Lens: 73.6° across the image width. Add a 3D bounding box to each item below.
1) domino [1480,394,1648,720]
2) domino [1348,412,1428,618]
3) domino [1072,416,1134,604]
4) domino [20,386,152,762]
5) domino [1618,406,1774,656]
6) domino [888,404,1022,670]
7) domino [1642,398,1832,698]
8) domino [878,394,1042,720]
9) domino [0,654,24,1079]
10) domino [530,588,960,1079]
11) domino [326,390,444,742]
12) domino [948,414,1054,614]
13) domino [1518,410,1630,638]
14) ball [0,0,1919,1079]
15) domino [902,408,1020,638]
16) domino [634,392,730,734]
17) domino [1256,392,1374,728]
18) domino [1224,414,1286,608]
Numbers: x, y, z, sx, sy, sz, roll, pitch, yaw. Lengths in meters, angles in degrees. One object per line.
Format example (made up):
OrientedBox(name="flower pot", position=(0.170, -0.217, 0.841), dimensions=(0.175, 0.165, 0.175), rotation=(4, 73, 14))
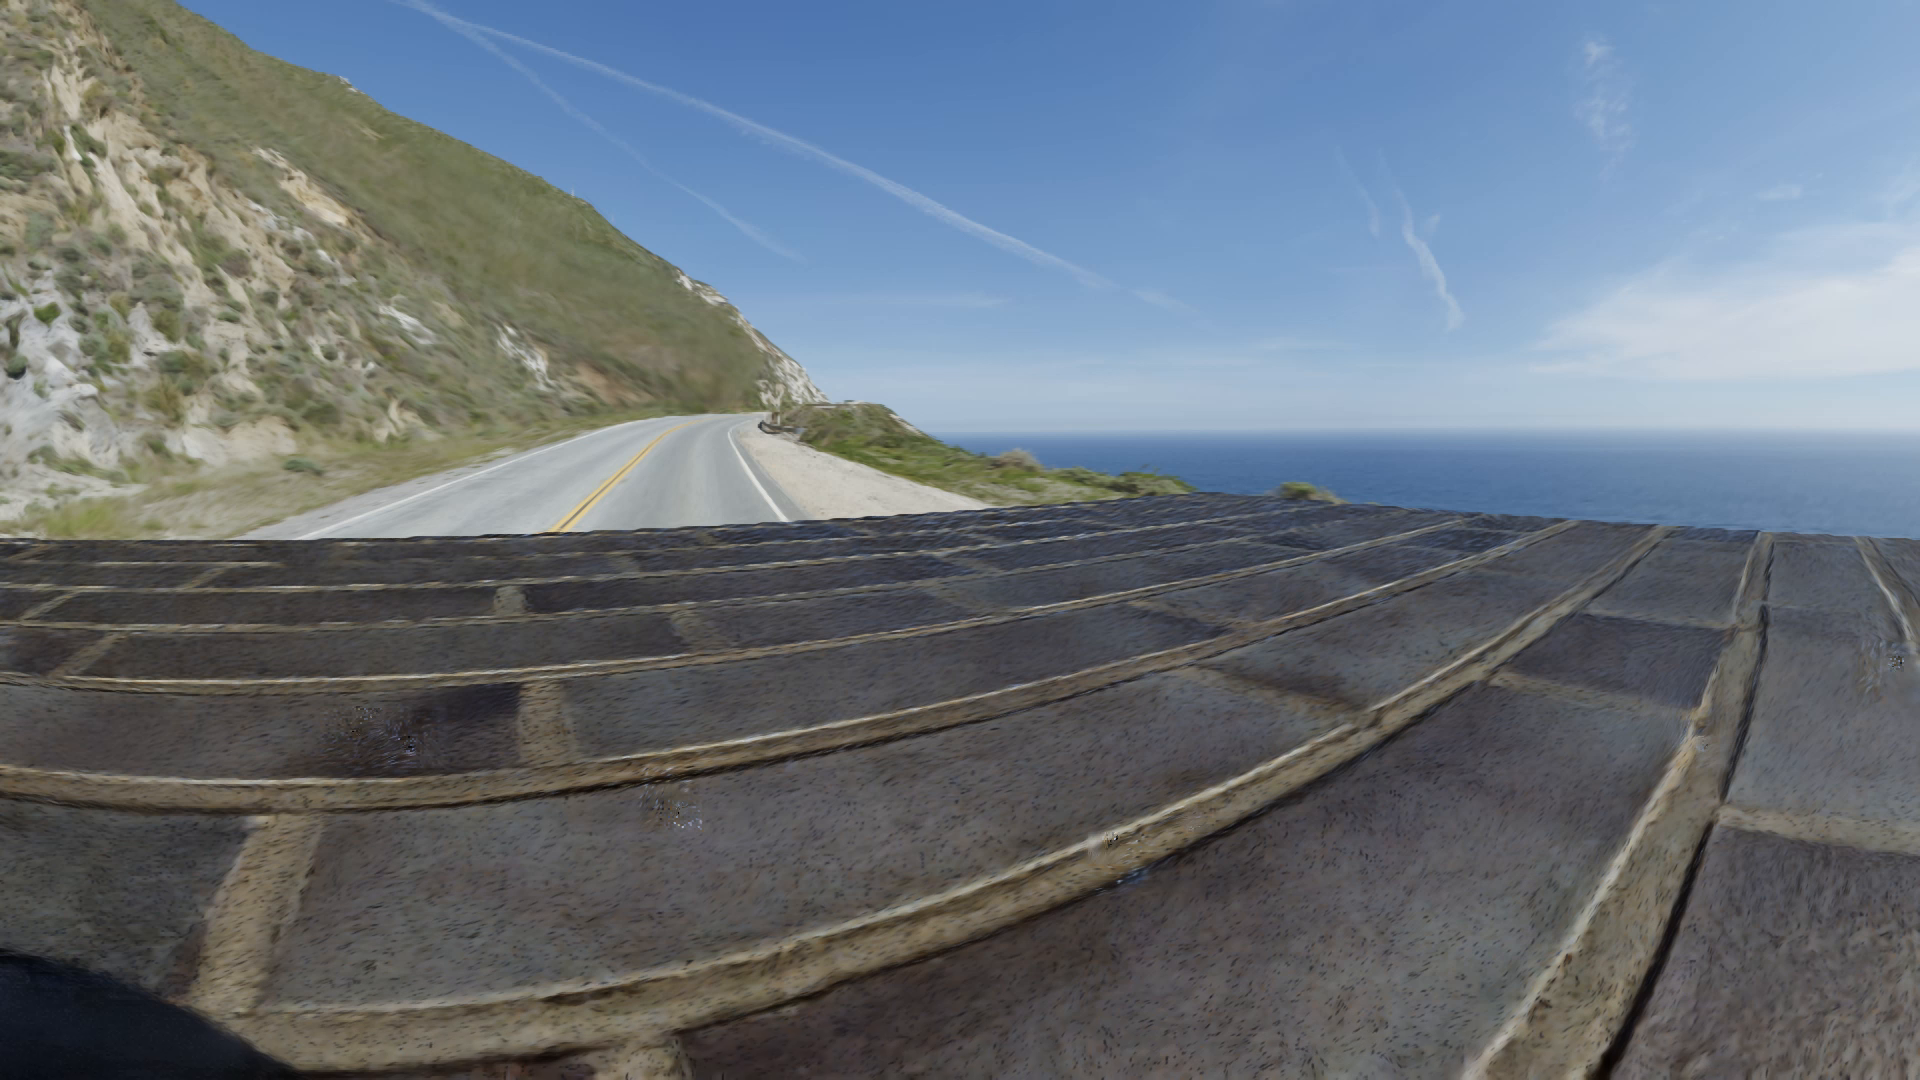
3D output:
OrientedBox(name="domino", position=(0.098, 0.002, 0.210), dimensions=(0.009, 0.050, 0.025), rotation=(-1, 4, -14))
OrientedBox(name="domino", position=(0.109, -0.007, 0.326), dimensions=(0.010, 0.050, 0.025), rotation=(4, 6, 40))
OrientedBox(name="domino", position=(0.039, -0.009, 0.353), dimensions=(0.009, 0.050, 0.025), rotation=(-1, 4, -11))
OrientedBox(name="domino", position=(-0.124, 0.004, 0.183), dimensions=(0.010, 0.050, 0.025), rotation=(-2, 5, -24))
OrientedBox(name="domino", position=(0.150, -0.002, 0.262), dimensions=(0.025, 0.050, 0.009), rotation=(-1, 4, -7))
OrientedBox(name="domino", position=(-0.001, -0.001, 0.244), dimensions=(0.025, 0.050, 0.010), rotation=(0, 4, -1))
OrientedBox(name="domino", position=(0.136, 0.001, 0.226), dimensions=(0.009, 0.050, 0.025), rotation=(-3, 5, -37))
OrientedBox(name="domino", position=(0.000, 0.002, 0.201), dimensions=(0.025, 0.050, 0.010), rotation=(0, 4, 0))
OrientedBox(name="domino", position=(-0.049, 0.014, 0.047), dimensions=(0.009, 0.050, 0.025), rotation=(0, 4, 2))
OrientedBox(name="domino", position=(-0.018, 0.021, 0.099), dimensions=(0.025, 0.009, 0.050), rotation=(-1, 28, -14))
OrientedBox(name="domino", position=(-0.086, 0.003, 0.194), dimensions=(0.009, 0.050, 0.025), rotation=(-1, 4, -11))
OrientedBox(name="domino", position=(0.010, -0.007, 0.328), dimensions=(0.025, 0.050, 0.009), rotation=(2, 5, 23))
OrientedBox(name="domino", position=(0.139, -0.004, 0.290), dimensions=(0.025, 0.050, 0.010), rotation=(-3, 5, -32))
OrientedBox(name="ball", position=(0.000, -0.004, 0.053), dimensions=(0.080, 0.080, 0.080), rotation=(0, 4, 0))
OrientedBox(name="domino", position=(0.000, -0.004, 0.285), dimensions=(0.025, 0.050, 0.010), rotation=(1, 4, 7))
OrientedBox(name="domino", position=(-0.043, 0.003, 0.199), dimensions=(0.010, 0.050, 0.025), rotation=(0, 4, -3))
OrientedBox(name="domino", position=(0.056, 0.002, 0.204), dimensions=(0.009, 0.050, 0.025), rotation=(0, 4, -4))
OrientedBox(name="domino", position=(0.080, -0.008, 0.346), dimensions=(0.009, 0.050, 0.025), rotation=(2, 5, 27))
